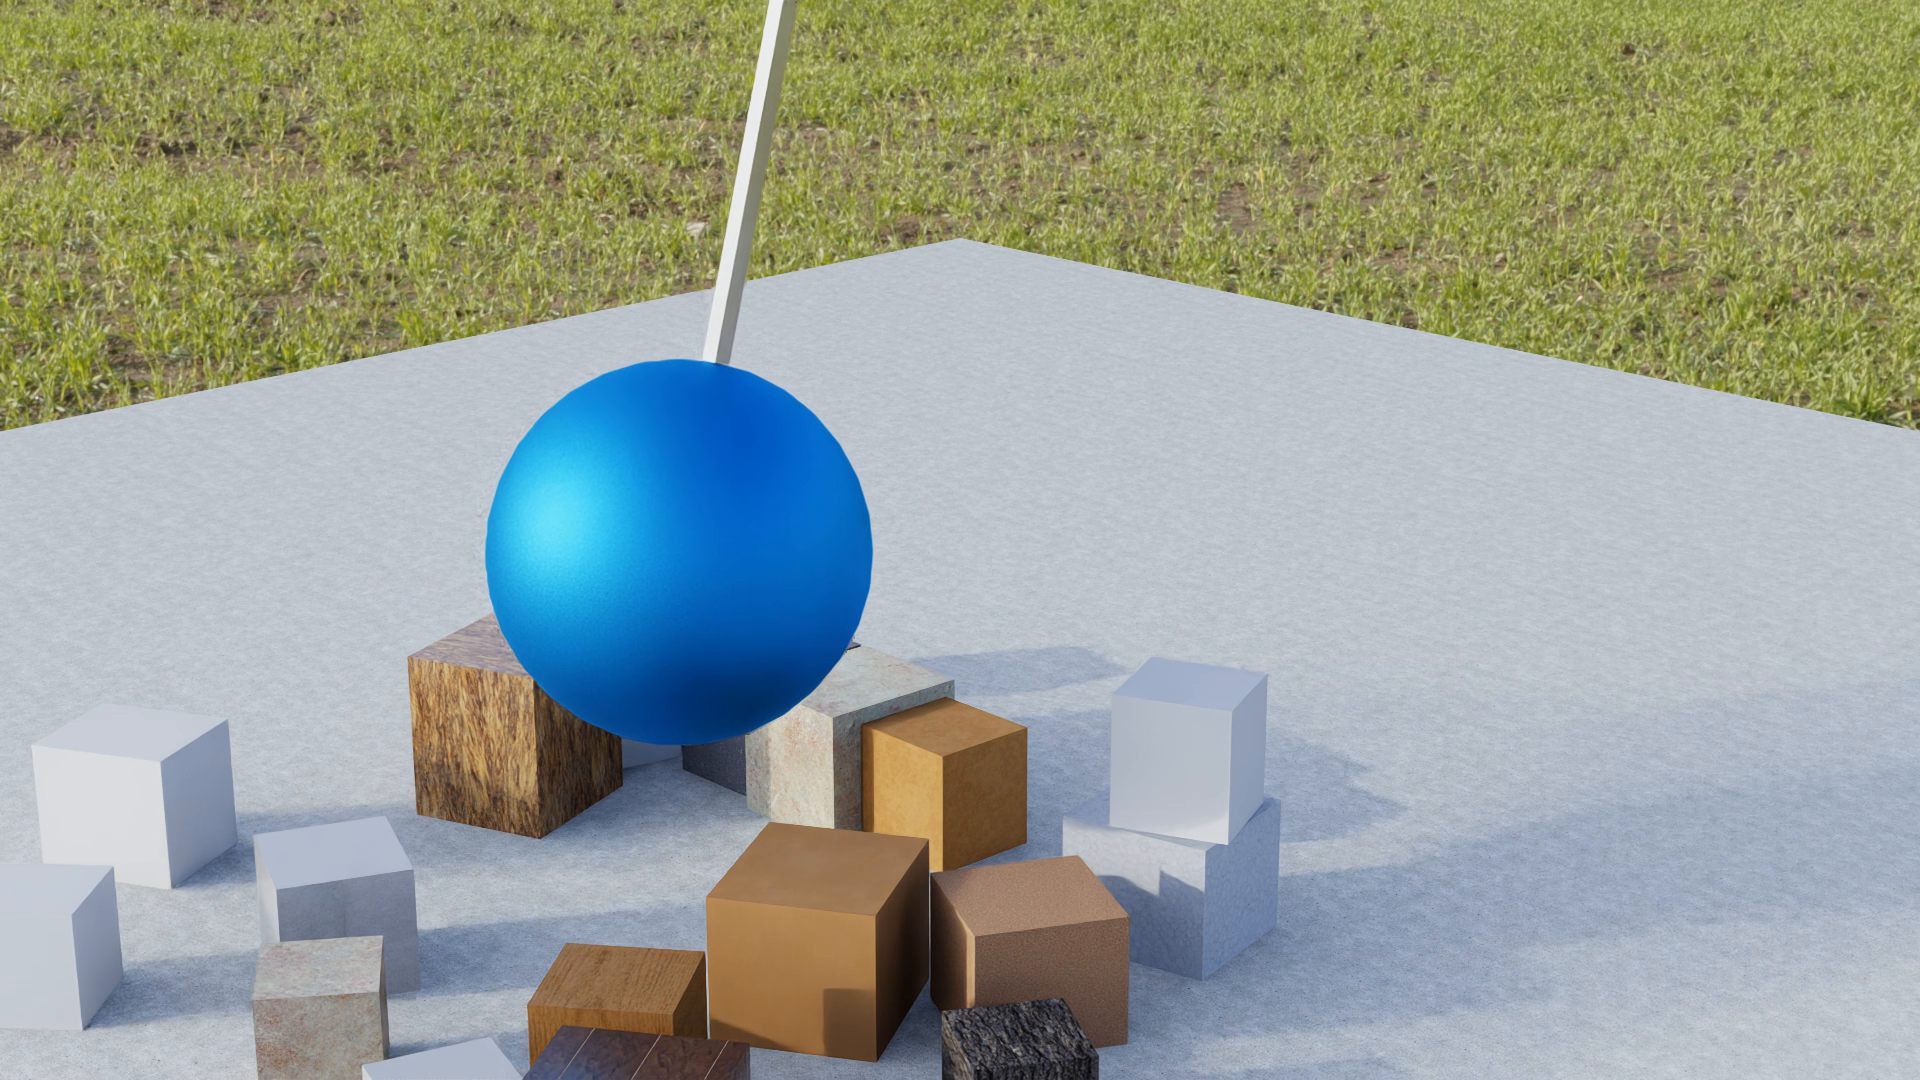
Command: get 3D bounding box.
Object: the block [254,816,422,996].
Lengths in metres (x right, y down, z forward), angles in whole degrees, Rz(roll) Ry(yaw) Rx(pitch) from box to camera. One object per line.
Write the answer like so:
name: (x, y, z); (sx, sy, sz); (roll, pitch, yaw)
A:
block: (-2.641, 1.574, 12.419); (0.565, 0.550, 0.610); (-7, 19, -20)

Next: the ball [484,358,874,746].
ball: (-1.159, 0.050, 12.142); (1.600, 1.600, 1.600); (0, 17, 0)

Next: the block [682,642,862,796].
block: (-0.939, 0.832, 14.602); (0.663, 0.656, 0.608); (-16, 24, -41)

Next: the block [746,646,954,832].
block: (-0.529, 0.983, 14.125); (0.761, 0.654, 0.659); (-15, 23, -40)

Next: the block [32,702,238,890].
block: (-3.809, 1.177, 13.563); (0.669, 0.622, 0.571); (6, 18, 17)

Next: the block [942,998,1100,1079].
block: (0.224, 2.055, 11.135); (0.481, 0.403, 0.500); (-4, 18, -13)

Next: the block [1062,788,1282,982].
block: (0.920, 1.441, 12.767); (0.698, 0.596, 0.674); (11, 21, 32)

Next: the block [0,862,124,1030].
block: (-3.810, 1.679, 12.147); (0.491, 0.513, 0.497); (1, 17, 4)

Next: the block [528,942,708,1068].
block: (-1.291, 1.941, 11.161); (0.551, 0.605, 0.539); (2, 18, 8)

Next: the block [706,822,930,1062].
block: (-0.571, 1.640, 12.061); (0.703, 0.638, 0.795); (5, 18, 14)

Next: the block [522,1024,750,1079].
block: (-1.171, 2.190, 10.317); (0.704, 0.635, 0.733); (4, 18, 11)

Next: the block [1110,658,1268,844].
block: (0.978, 0.894, 12.519); (0.527, 0.597, 0.507); (7, 19, 22)

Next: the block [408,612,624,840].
block: (-2.142, 0.882, 14.190); (0.704, 0.808, 0.743); (8, 19, 24)

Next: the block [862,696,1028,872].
block: (-0.073, 1.142, 13.741); (0.539, 0.581, 0.560); (-16, 23, -41)

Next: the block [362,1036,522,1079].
block: (-1.841, 2.171, 10.592); (0.483, 0.507, 0.469); (-9, 20, -26)

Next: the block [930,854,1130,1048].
block: (0.277, 1.706, 11.978); (0.646, 0.563, 0.639); (-5, 18, -16)

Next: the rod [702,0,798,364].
rod: (-0.502, -3.267, 11.788); (0.080, 5.200, 0.080); (17, 8, 42)

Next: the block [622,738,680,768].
block: (-1.766, 0.865, 14.861); (0.522, 0.438, 0.485); (-10, 20, -29)

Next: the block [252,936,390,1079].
block: (-2.494, 1.897, 11.481); (0.475, 0.495, 0.510); (-3, 18, -9)
